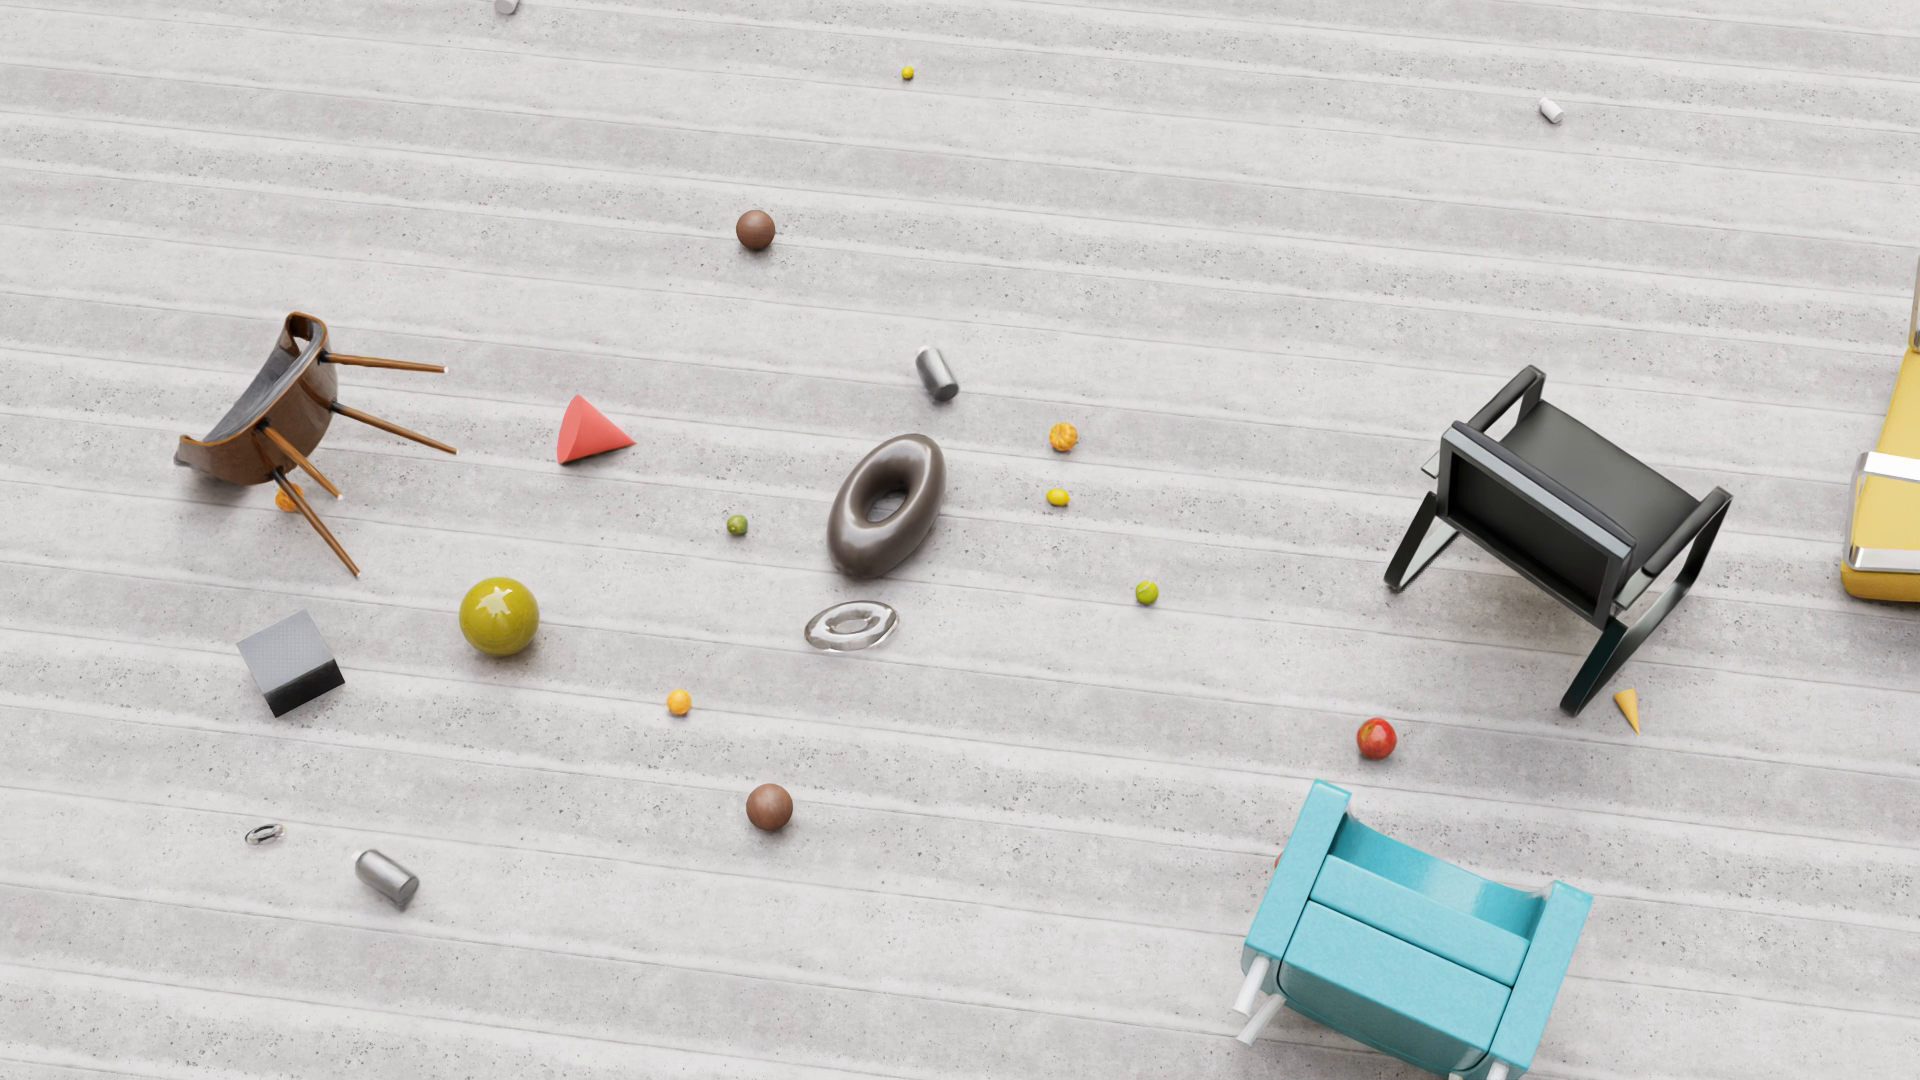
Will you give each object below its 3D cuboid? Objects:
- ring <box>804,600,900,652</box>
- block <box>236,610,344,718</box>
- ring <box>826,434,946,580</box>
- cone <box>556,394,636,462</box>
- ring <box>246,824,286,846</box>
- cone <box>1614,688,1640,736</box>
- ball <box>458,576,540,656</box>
[{"bbox_3d":[-0.313,0.249,6.373,0.284,0.057,0.158,-11,56,-7],"label":"ring"},{"bbox_3d":[-1.904,0.351,6.257,0.215,0.135,0.197,-28,61,-18],"label":"block"},{"bbox_3d":[-0.217,-0.103,6.537,0.291,0.178,0.535,22,58,16],"label":"ring"},{"bbox_3d":[-1.091,-0.318,6.727,0.217,0.229,0.184,12,36,-26],"label":"cone"},{"bbox_3d":[-1.899,0.805,6.011,0.113,0.039,0.049,-16,56,-9],"label":"ring"},{"bbox_3d":[1.902,0.495,6.222,0.065,0.067,0.134,-4,69,-26],"label":"cone"},{"bbox_3d":[-1.317,0.218,6.289,0.230,0.230,0.230,0,56,0],"label":"ball"}]
